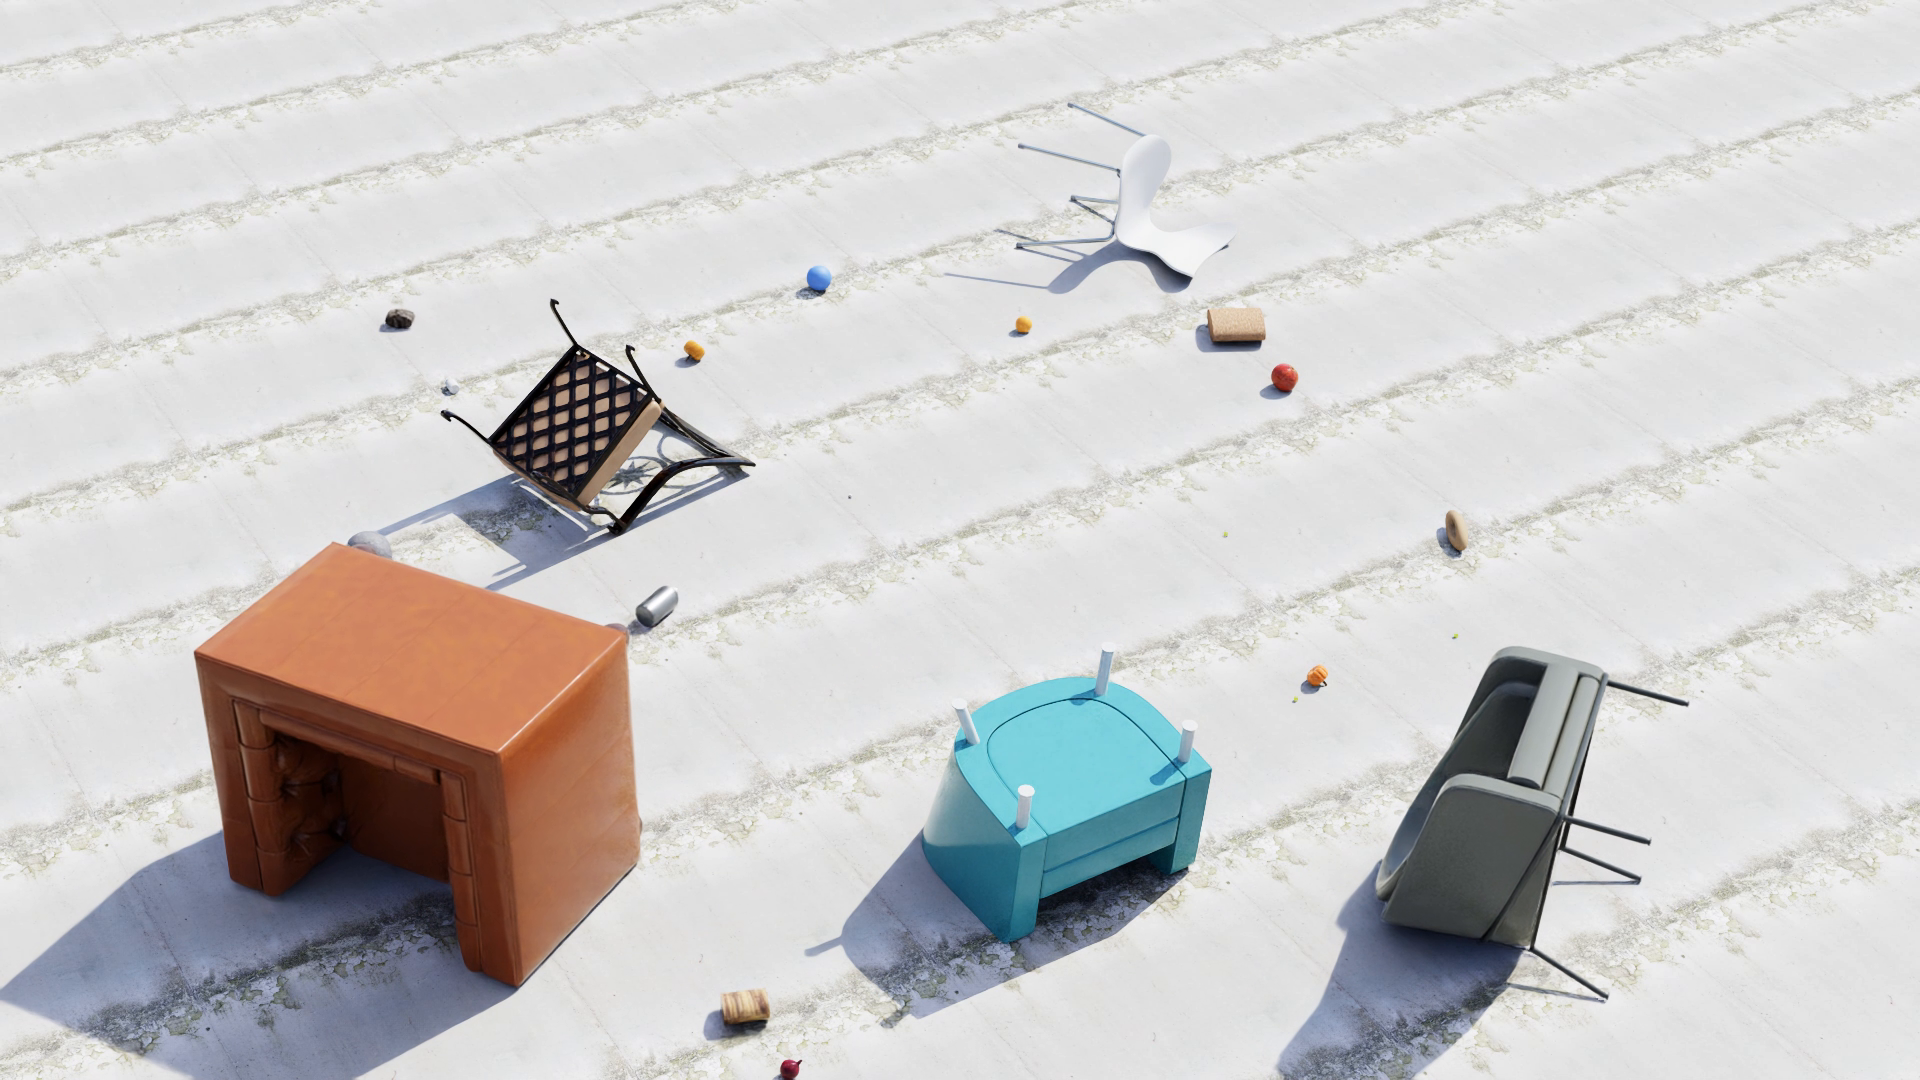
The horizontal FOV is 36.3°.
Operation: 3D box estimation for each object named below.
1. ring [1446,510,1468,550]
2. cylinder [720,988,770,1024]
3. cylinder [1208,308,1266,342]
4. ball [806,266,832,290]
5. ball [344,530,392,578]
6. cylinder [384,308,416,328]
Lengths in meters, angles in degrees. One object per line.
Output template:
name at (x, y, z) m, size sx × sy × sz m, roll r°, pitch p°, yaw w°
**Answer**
ring at (1.850, -0.037, 10.924) m, size 0.045 × 0.089 × 0.221 m, roll 13°, pitch 36°, yaw -16°
cylinder at (-0.642, 1.393, 8.755) m, size 0.137 × 0.081 × 0.120 m, roll -7°, pitch 21°, yaw -8°
cylinder at (1.151, -0.898, 12.222) m, size 0.217 × 0.094 × 0.235 m, roll -1°, pitch 31°, yaw -2°
ball at (-0.604, -1.121, 12.547) m, size 0.109 × 0.109 × 0.109 m, roll 0°, pitch 33°, yaw 0°
ball at (-2.161, 0.053, 10.704) m, size 0.176 × 0.176 × 0.176 m, roll 0°, pitch 33°, yaw 0°
cylinder at (-2.349, -0.929, 12.298) m, size 0.116 × 0.062 × 0.061 m, roll 4°, pitch 33°, yaw 0°
